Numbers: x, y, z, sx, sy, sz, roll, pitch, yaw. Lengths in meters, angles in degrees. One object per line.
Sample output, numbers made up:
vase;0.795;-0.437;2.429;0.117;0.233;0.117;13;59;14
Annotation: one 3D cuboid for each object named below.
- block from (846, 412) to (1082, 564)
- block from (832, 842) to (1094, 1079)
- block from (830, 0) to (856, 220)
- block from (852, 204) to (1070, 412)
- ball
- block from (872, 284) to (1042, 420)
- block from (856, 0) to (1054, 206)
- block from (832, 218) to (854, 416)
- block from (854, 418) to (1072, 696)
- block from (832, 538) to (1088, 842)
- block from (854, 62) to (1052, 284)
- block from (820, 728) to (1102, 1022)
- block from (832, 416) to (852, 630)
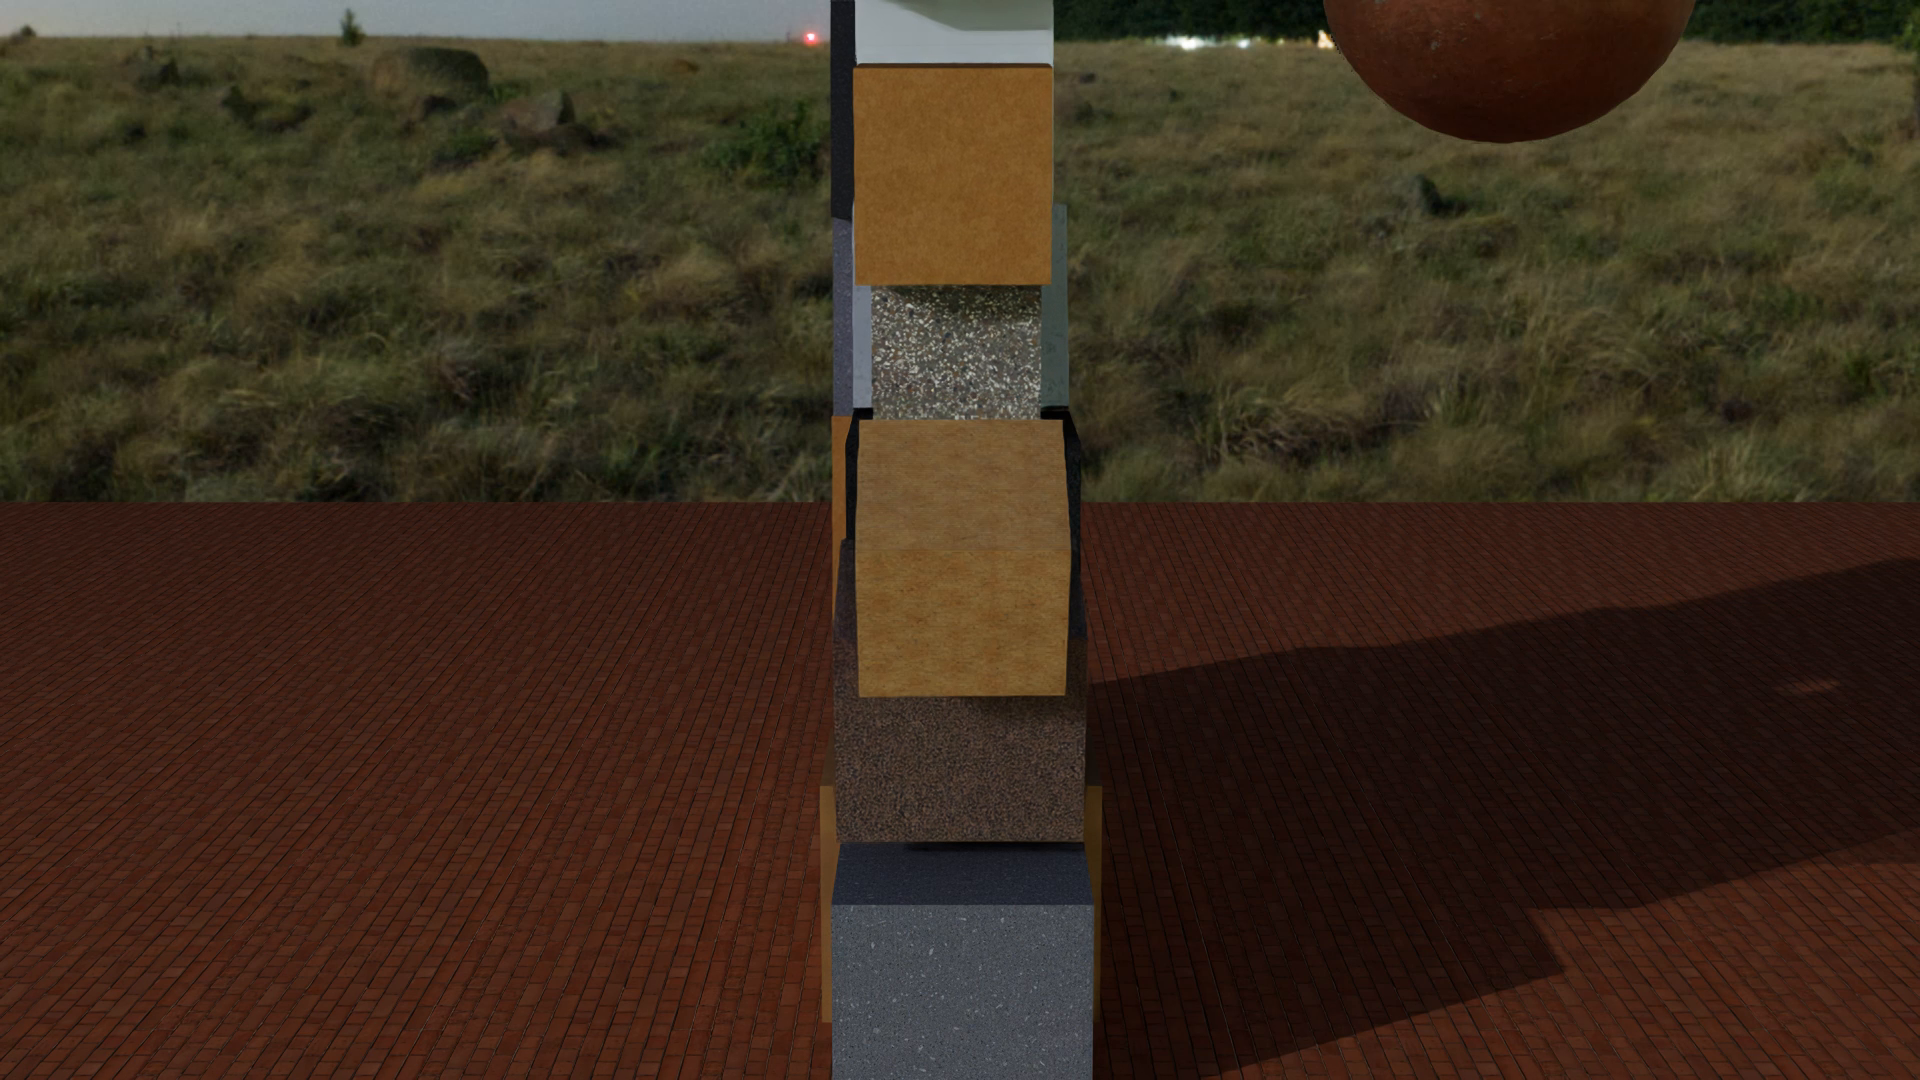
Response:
block;0.009;0.099;10.241;0.890;1.109;0.949;0;10;0
block;0.009;1.521;9.133;0.888;0.739;0.831;0;10;0
block;-0.134;-1.913;11.544;0.828;0.935;0.810;0;5;2
block;0.003;-0.923;10.991;0.884;0.841;0.907;0;-5;0
ball;2.295;-2.468;10.732;1.600;1.600;1.600;0;10;0
block;-0.010;-0.747;10.056;0.640;0.623;0.765;0;10;1
block;-0.021;-1.829;10.700;0.792;0.837;0.769;0;10;0
block;-0.128;-1.036;11.933;0.859;0.882;0.829;0;5;2
block;0.005;0.056;8.606;0.687;0.633;0.691;0;39;-1
block;-0.003;0.532;9.313;0.874;0.799;0.852;0;24;0
block;-0.022;-1.394;9.676;0.717;0.778;0.769;0;12;0
block;0.003;1.280;9.960;1.041;0.917;0.863;0;10;0
block;-0.056;-0.095;12.074;0.996;1.018;0.979;0;5;3
